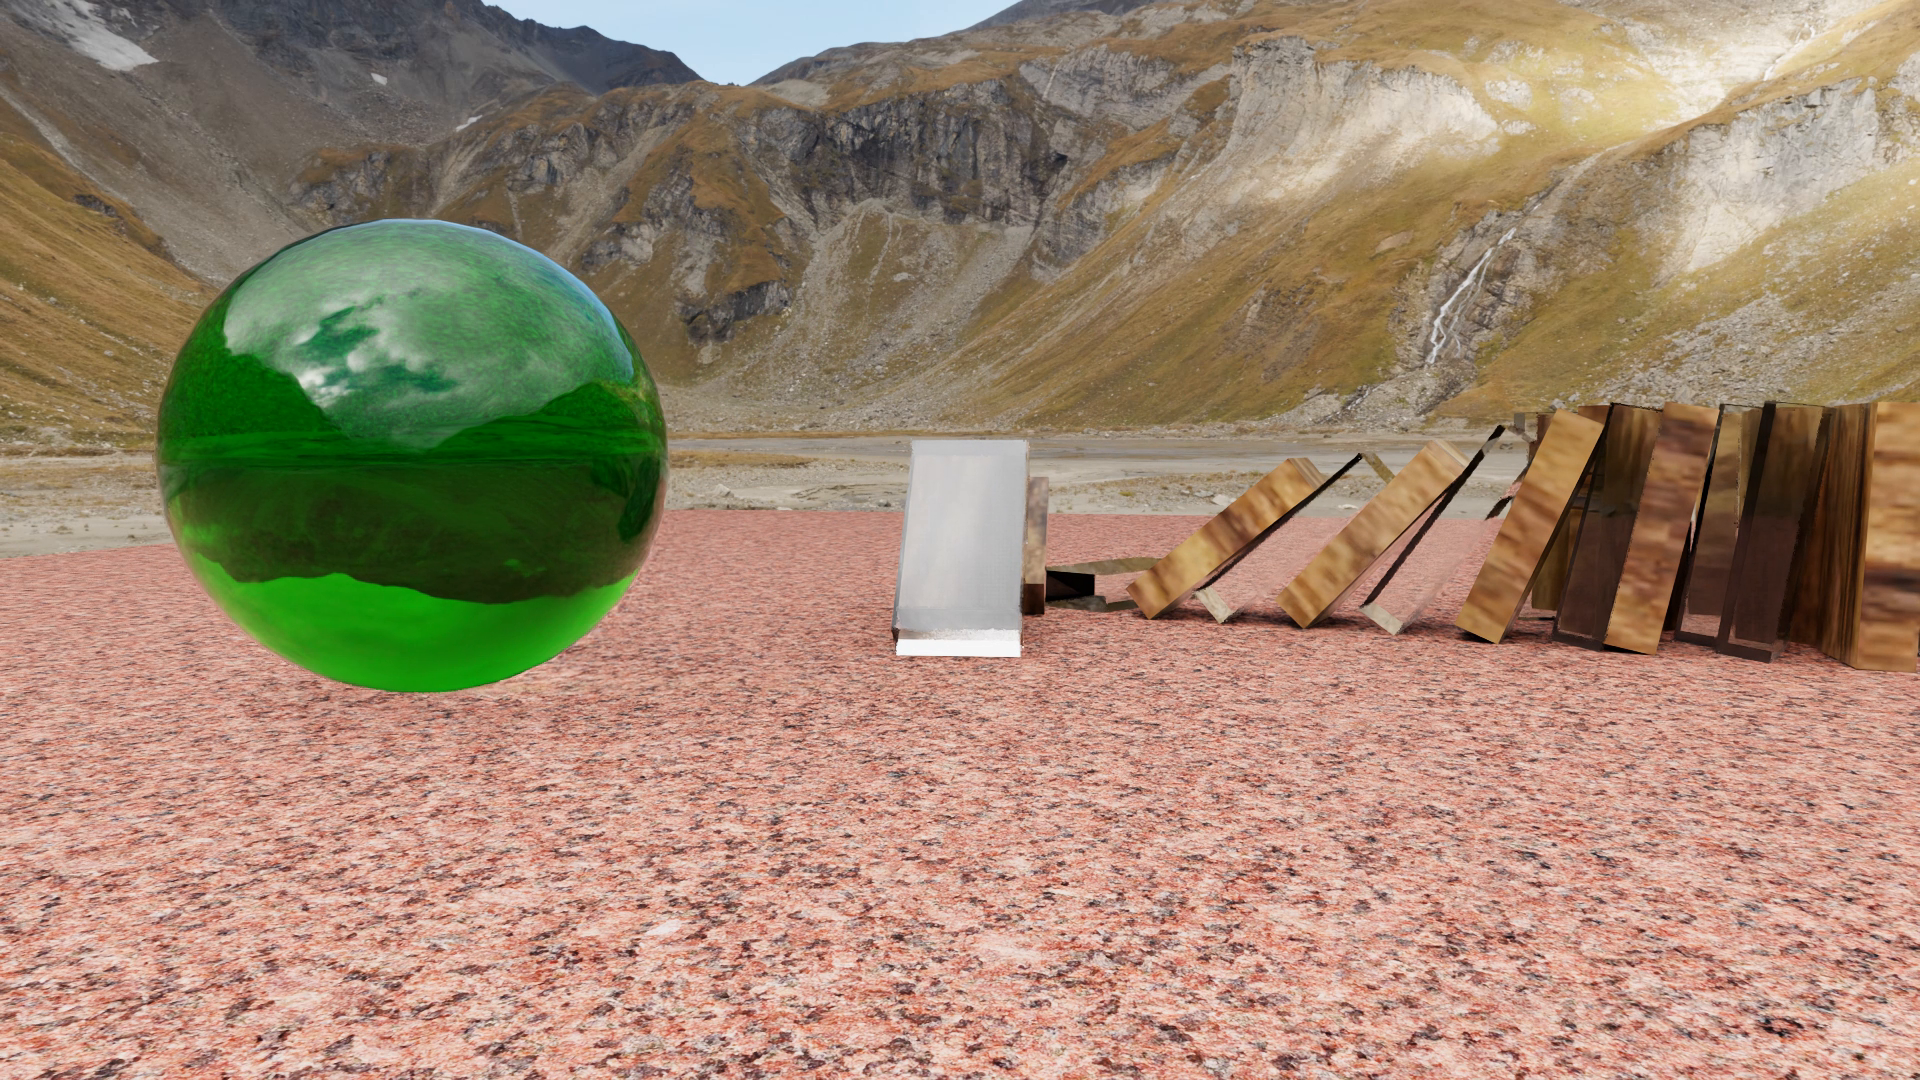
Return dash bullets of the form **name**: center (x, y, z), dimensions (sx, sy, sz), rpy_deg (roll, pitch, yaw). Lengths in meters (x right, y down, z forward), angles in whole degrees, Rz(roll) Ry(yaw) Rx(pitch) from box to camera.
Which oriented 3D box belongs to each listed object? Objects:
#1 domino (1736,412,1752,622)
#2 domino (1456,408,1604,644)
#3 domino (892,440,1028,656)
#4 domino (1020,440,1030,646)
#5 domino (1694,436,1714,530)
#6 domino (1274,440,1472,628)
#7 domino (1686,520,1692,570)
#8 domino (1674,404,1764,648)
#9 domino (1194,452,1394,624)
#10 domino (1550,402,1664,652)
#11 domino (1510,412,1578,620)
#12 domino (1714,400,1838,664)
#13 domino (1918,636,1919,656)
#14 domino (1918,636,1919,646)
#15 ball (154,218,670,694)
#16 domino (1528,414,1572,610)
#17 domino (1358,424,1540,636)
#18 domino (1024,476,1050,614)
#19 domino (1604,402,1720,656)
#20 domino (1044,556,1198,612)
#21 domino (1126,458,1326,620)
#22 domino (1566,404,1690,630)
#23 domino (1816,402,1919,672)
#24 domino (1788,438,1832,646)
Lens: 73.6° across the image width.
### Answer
- **domino**: center (0.200, -0.005, 0.304), dimensions (0.025, 0.050, 0.009), rpy_deg (0, 4, -1)
- **domino**: center (0.125, -0.003, 0.279), dimensions (0.009, 0.050, 0.025), rpy_deg (27, 16, 25)
- **domino**: center (0.001, 0.001, 0.269), dimensions (0.025, 0.050, 0.009), rpy_deg (0, -38, 5)
- **domino**: center (0.002, 0.000, 0.282), dimensions (0.025, 0.050, 0.009), rpy_deg (0, -38, 5)
- **domino**: center (0.198, -0.008, 0.335), dimensions (0.009, 0.050, 0.025), rpy_deg (2, 5, 29)
- **domino**: center (0.097, -0.001, 0.298), dimensions (0.010, 0.050, 0.025), rpy_deg (47, 24, 18)
- **domino**: center (0.178, -0.008, 0.337), dimensions (0.009, 0.050, 0.025), rpy_deg (-1, 5, -18)
- **domino**: center (0.164, -0.003, 0.274), dimensions (0.010, 0.050, 0.025), rpy_deg (12, 10, 33)
- **domino**: center (0.081, -0.001, 0.307), dimensions (0.050, 0.009, 0.025), rpy_deg (-43, -14, 21)
- **domino**: center (0.137, -0.003, 0.271), dimensions (0.009, 0.050, 0.025), rpy_deg (15, 11, 28)
- **domino**: center (0.148, -0.006, 0.311), dimensions (0.025, 0.050, 0.009), rpy_deg (1, 4, 8)
- **domino**: center (0.163, -0.002, 0.257), dimensions (0.009, 0.050, 0.025), rpy_deg (13, 12, 38)
- **domino**: center (0.198, -0.001, 0.253), dimensions (0.009, 0.050, 0.025), rpy_deg (-2, 5, -30)
- **domino**: center (0.213, -0.002, 0.267), dimensions (0.025, 0.050, 0.009), rpy_deg (3, 5, 31)
- **ball**: center (-0.091, -0.014, 0.219), dimensions (0.080, 0.080, 0.080), rpy_deg (0, 4, 0)
- **domino**: center (0.160, -0.007, 0.327), dimensions (0.009, 0.050, 0.025), rpy_deg (-3, 5, -37)
- **domino**: center (0.111, -0.002, 0.289), dimensions (0.010, 0.050, 0.025), rpy_deg (40, 21, 21)
- **domino**: center (0.010, 0.000, 0.339), dimensions (0.025, 0.010, 0.050), rpy_deg (0, 35, 5)
- **domino**: center (0.146, -0.003, 0.267), dimensions (0.009, 0.050, 0.025), rpy_deg (15, 11, 28)
- **domino**: center (0.045, 0.012, 0.350), dimensions (0.025, 0.010, 0.050), rpy_deg (4, 6, 43)
- **domino**: center (0.066, -0.001, 0.313), dimensions (0.050, 0.010, 0.025), rpy_deg (-41, -13, 22)
- **domino**: center (0.152, -0.005, 0.292), dimensions (0.025, 0.050, 0.010), rpy_deg (1, 4, -19)
- **domino**: center (0.178, -0.001, 0.250), dimensions (0.010, 0.050, 0.025), rpy_deg (3, 5, 19)
- **domino**: center (0.183, -0.003, 0.275), dimensions (0.009, 0.050, 0.025), rpy_deg (-1, 4, -15)
